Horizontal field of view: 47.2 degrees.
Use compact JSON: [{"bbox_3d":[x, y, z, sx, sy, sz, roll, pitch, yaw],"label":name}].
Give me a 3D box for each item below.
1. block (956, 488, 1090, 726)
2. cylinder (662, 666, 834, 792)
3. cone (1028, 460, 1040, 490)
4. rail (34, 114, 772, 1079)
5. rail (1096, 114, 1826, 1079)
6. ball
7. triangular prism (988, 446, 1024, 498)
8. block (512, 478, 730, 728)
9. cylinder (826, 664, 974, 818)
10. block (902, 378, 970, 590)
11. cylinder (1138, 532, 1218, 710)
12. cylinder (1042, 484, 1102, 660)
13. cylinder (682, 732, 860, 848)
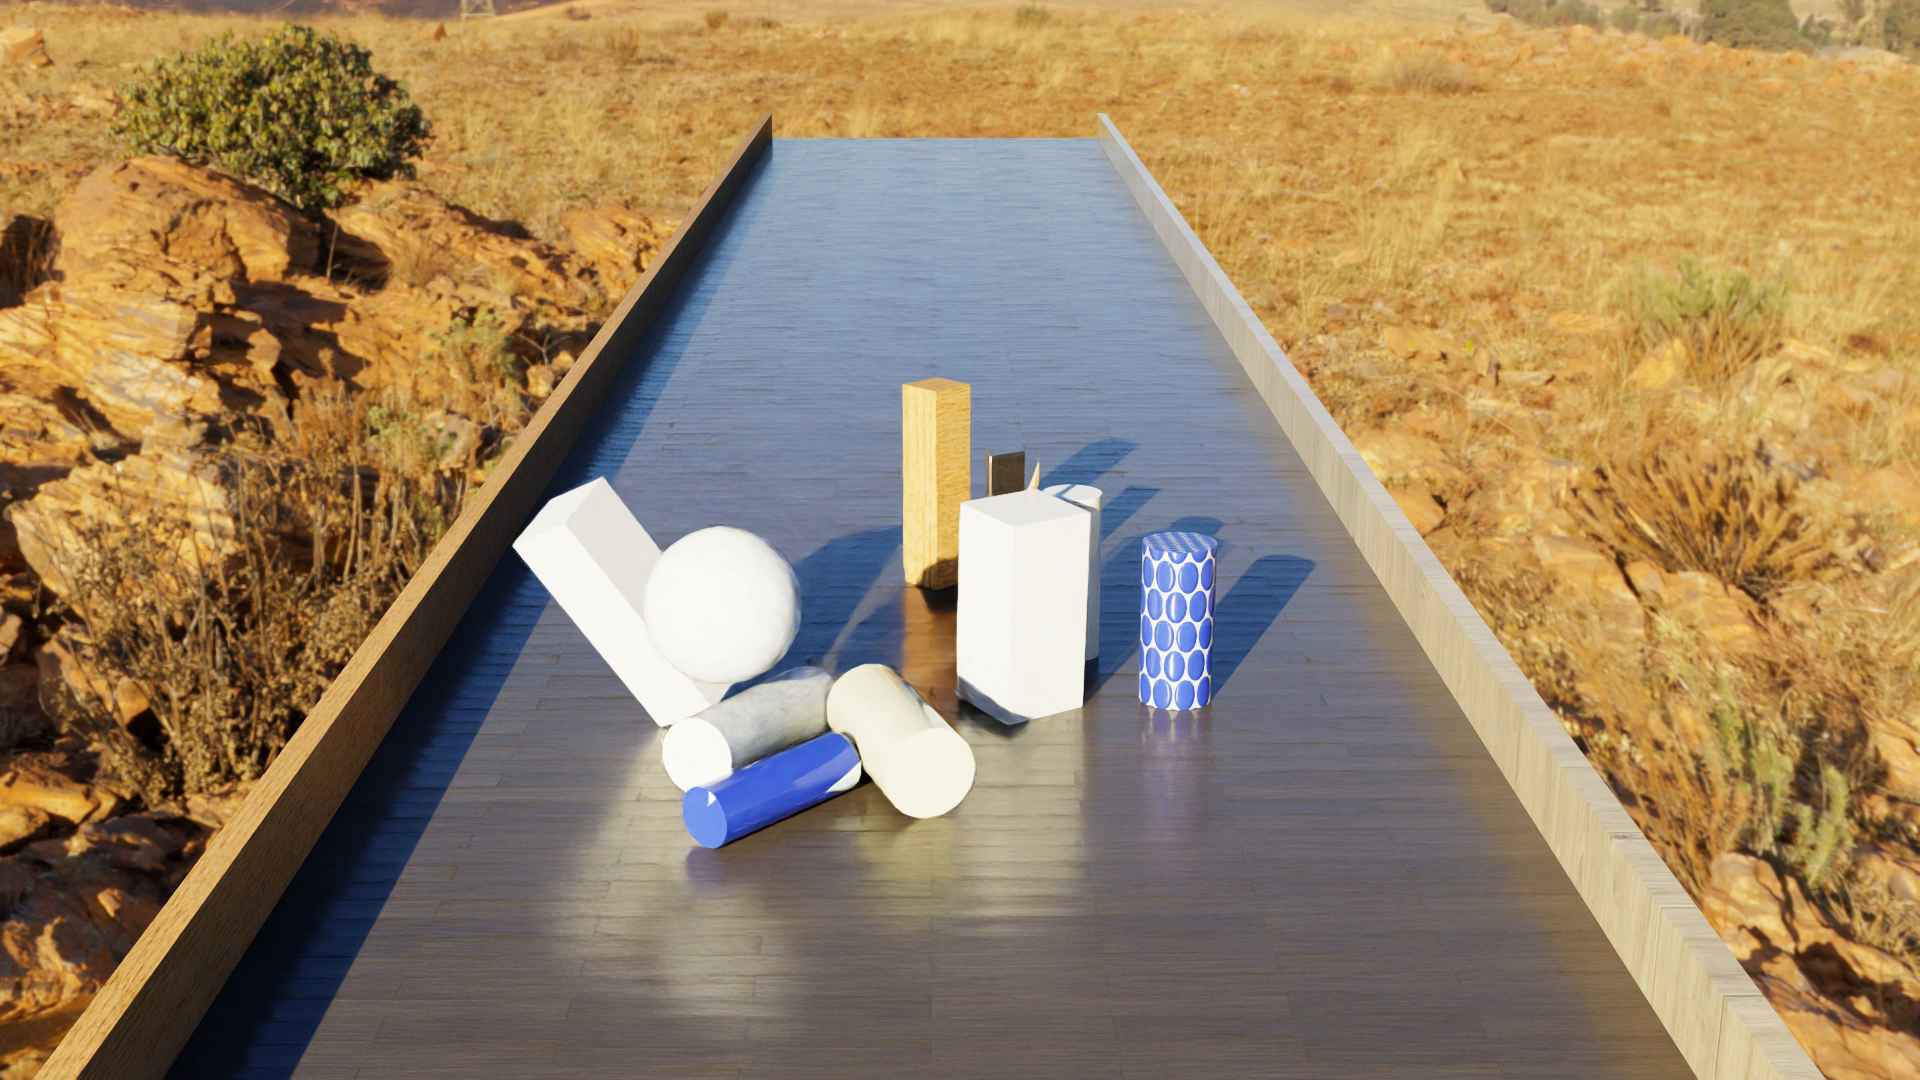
[{"bbox_3d":[0.116,0.123,4.125,0.173,0.386,0.173,-11,22,-33],"label":"block"},{"bbox_3d":[-0.357,0.327,3.835,0.133,0.133,0.392,7,13,24],"label":"cylinder"},{"bbox_3d":[0.111,0.047,4.257,0.135,0.444,0.135,10,21,-4],"label":"cone"},{"bbox_3d":[-1.118,-0.838,7.780,0.050,0.150,12.000,0,17,-1],"label":"rail"},{"bbox_3d":[0.932,-0.844,7.801,0.050,0.150,12.000,0,17,-1],"label":"rail"},{"bbox_3d":[-0.402,0.111,3.727,0.268,0.268,0.268,0,17,0],"label":"ball"},{"bbox_3d":[0.079,-0.020,4.670,0.087,0.355,0.076,-11,20,-32],"label":"triangular prism"},{"bbox_3d":[-0.595,0.117,3.993,0.142,0.444,0.142,-20,26,36],"label":"block"},{"bbox_3d":[-0.107,0.342,3.798,0.159,0.159,0.335,-6,18,-19],"label":"cylinder"},{"bbox_3d":[-0.051,-0.125,4.861,0.104,0.448,0.104,16,23,43],"label":"block"},{"bbox_3d":[0.412,0.153,4.170,0.140,0.310,0.140,0,17,0],"label":"cylinder"},{"bbox_3d":[0.222,0.067,4.413,0.120,0.336,0.120,0,17,0],"label":"cylinder"},{"bbox_3d":[-0.310,0.413,3.655,0.104,0.104,0.314,14,21,38],"label":"cylinder"}]
